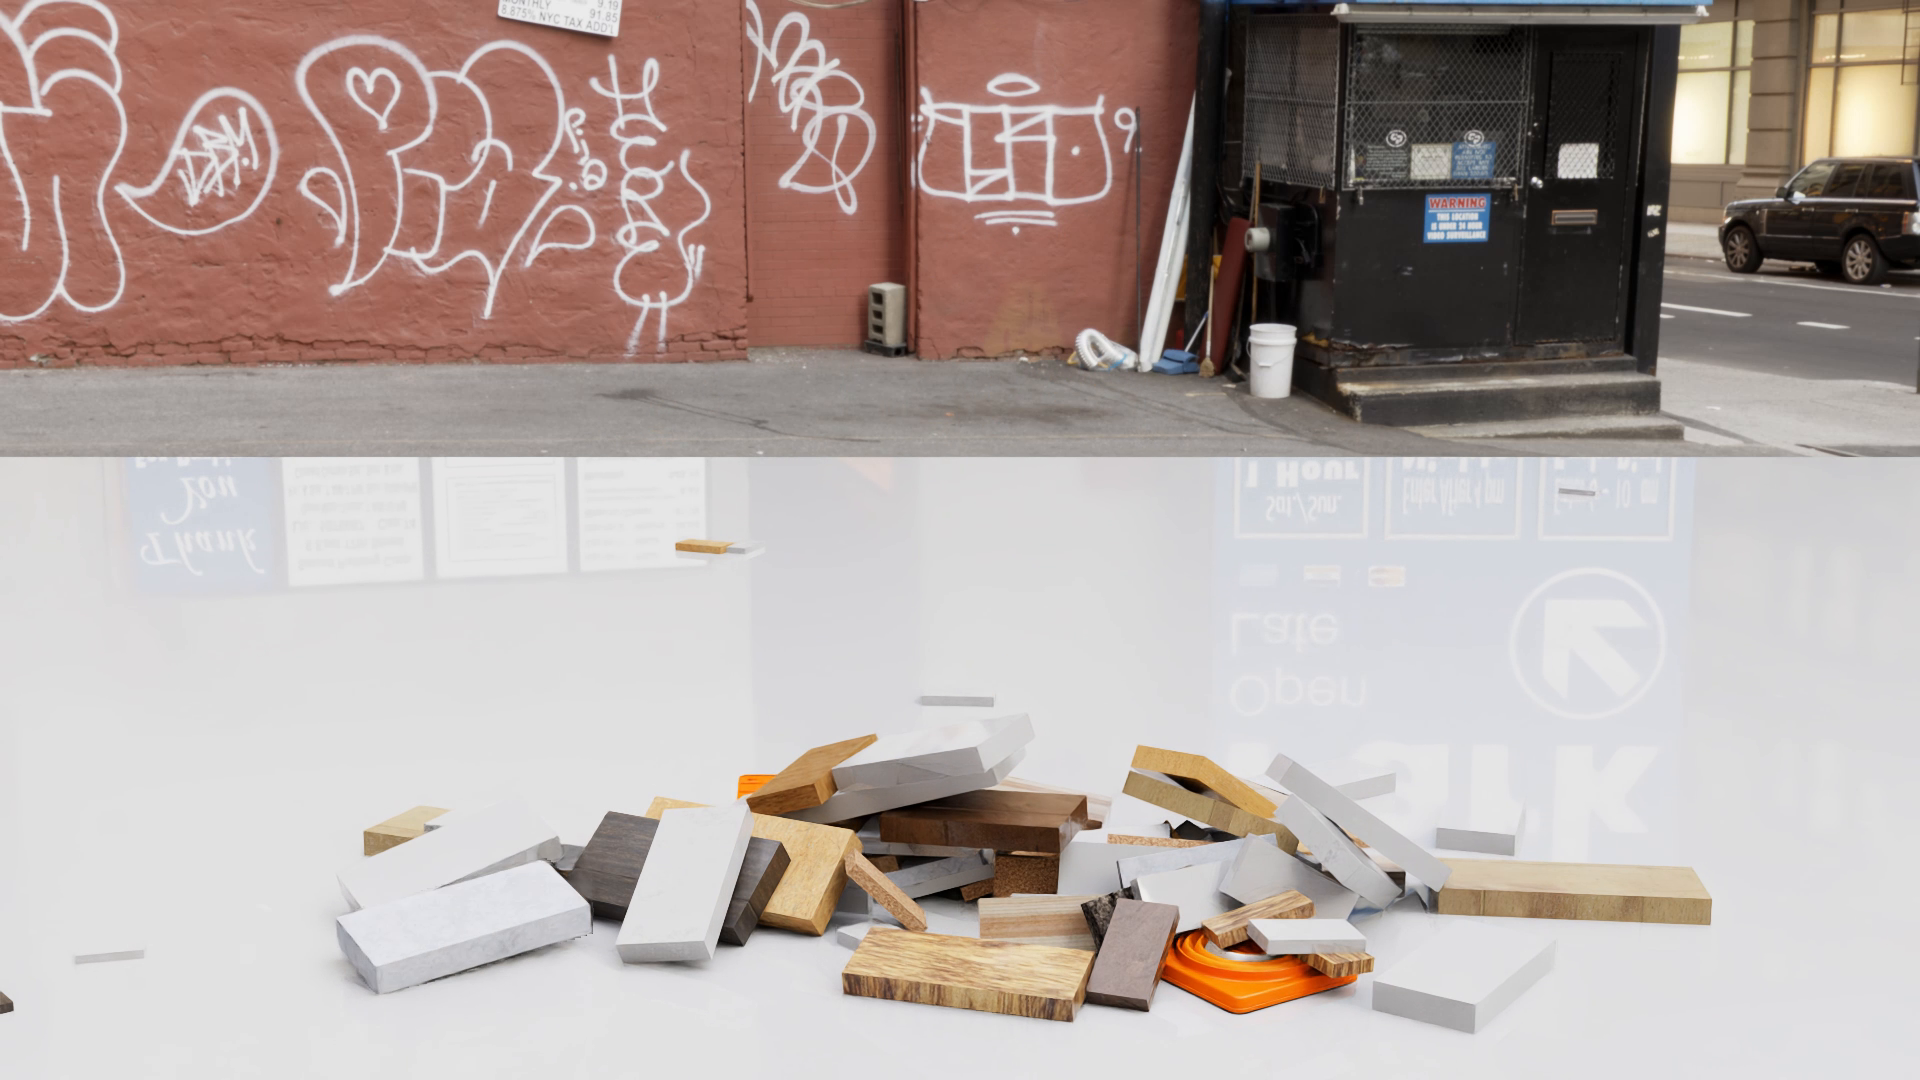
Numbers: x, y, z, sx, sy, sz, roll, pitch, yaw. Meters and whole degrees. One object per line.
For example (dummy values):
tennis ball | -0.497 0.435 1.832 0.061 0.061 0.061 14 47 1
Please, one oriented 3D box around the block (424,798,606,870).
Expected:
block | -0.732 0.503 3.759 0.325 0.046 0.162 4 11 22

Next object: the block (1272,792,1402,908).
block | 0.603 0.496 3.490 0.155 0.044 0.310 46 5 27

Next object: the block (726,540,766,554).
block | -0.651 0.021 6.683 0.064 0.018 0.129 4 11 22

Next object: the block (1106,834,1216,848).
block | 0.365 0.548 3.541 0.262 0.126 0.036 3 -15 14

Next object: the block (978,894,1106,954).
block | 0.165 0.595 3.398 0.273 0.088 0.025 -1 -15 -6

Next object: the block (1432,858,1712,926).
block | 0.999 0.577 3.620 0.428 0.044 0.157 1 11 7

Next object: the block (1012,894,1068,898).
block | 0.156 0.593 3.491 0.150 0.058 0.016 1 -15 5

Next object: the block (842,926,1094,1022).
block | 0.013 0.638 3.240 0.349 0.037 0.132 3 22 17

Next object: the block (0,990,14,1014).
block | -1.418 0.670 3.199 0.049 0.014 0.098 -9 14 -40

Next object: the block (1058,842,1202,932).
block | 0.284 0.553 3.514 0.252 0.126 0.036 2 -15 11

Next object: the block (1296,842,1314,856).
block | 0.469 0.541 3.853 0.309 0.028 0.099 1 11 4

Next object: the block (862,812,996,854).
block | -0.074 0.489 3.817 0.264 0.037 0.132 27 13 22

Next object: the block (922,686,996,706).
block | -0.001 0.349 4.903 0.159 0.023 0.080 1 11 4

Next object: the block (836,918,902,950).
block | -0.111 0.627 3.411 0.078 0.022 0.157 -9 14 -42

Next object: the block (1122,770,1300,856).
block | 0.415 0.453 3.658 0.145 0.041 0.308 23 -5 -29

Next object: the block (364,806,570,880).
block | -0.782 0.536 3.833 0.504 0.046 0.162 4 11 23

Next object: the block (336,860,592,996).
block | -0.763 0.592 3.385 0.342 0.048 0.171 -12 24 -32

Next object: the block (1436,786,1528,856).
block | 0.952 0.508 4.003 0.135 0.038 0.271 3 11 18

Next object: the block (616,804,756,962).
block | -0.427 0.536 3.445 0.145 0.041 0.290 -5 37 15

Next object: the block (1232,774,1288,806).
block | 0.503 0.486 4.122 0.135 0.038 0.271 -6 12 -31

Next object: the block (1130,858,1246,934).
block | 0.360 0.551 3.381 0.186 0.093 0.026 -7 -17 -23

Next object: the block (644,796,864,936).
block | -0.367 0.529 3.594 0.390 0.048 0.171 6 52 28

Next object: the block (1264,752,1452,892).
block | 0.655 0.464 3.633 0.313 0.044 0.157 34 -1 0

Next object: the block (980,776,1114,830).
block | 0.099 0.462 3.869 0.324 0.044 0.155 11 11 9

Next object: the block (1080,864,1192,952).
block | 0.288 0.574 3.383 0.186 0.093 0.026 -16 -11 -21

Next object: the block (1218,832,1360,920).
block | 0.508 0.544 3.393 0.199 0.099 0.028 30 -6 -12

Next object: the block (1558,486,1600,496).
block | 2.177 -0.173 7.725 0.129 0.018 0.064 7 12 32

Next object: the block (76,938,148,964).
block | -1.308 0.634 3.392 0.098 0.014 0.049 -3 11 -15

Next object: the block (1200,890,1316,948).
block | 0.451 0.572 3.324 0.157 0.022 0.078 -17 8 -11

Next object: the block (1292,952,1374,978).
block | 0.535 0.608 3.279 0.078 0.022 0.157 -1 13 -31

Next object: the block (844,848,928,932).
block | -0.118 0.559 3.491 0.157 0.022 0.078 43 4 -11
